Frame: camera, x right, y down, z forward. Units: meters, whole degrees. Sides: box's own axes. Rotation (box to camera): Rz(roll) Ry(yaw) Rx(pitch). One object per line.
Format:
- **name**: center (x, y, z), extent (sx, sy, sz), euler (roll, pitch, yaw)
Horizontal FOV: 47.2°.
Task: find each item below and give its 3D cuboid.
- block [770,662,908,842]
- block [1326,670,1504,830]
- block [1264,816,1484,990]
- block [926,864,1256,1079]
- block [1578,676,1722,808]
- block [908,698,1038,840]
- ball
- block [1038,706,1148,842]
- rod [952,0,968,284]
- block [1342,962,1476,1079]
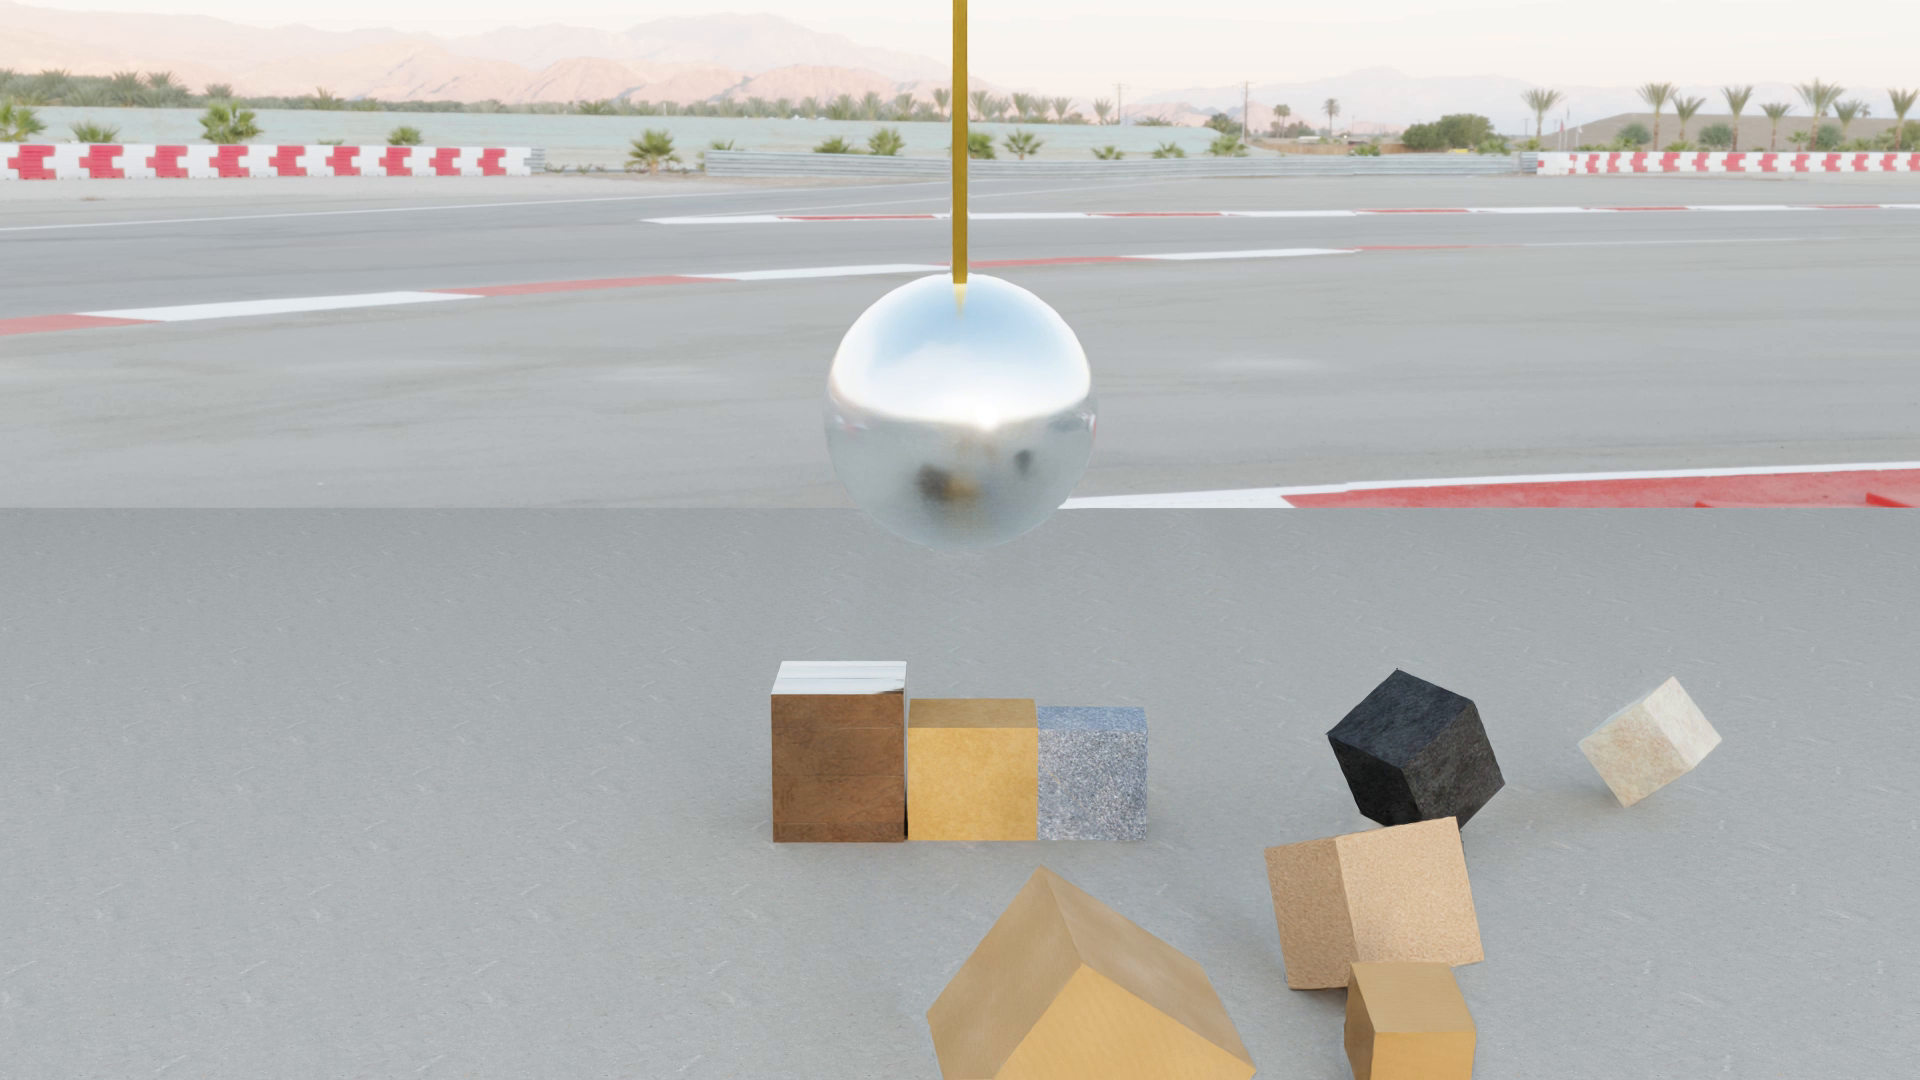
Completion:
- **block**: center (-0.615, 1.088, 11.419), extent (0.663, 0.773, 0.706), euler (0, 10, 0)
- **block**: center (2.310, 1.110, 11.138), extent (0.531, 0.585, 0.535), euler (-39, 33, -19)
- **block**: center (1.716, 1.512, 9.157), extent (0.612, 0.594, 0.533), euler (-5, -10, -27)
- **block**: center (0.419, 1.682, 7.388), extent (0.722, 0.675, 0.723), euler (34, 9, -17)
- **block**: center (3.678, 1.079, 11.734), extent (0.415, 0.419, 0.472), euler (-25, -14, -47)
- **block**: center (0.065, 1.183, 11.404), extent (0.655, 0.591, 0.587), euler (0, 10, 0)
- **ball**: center (0.000, -0.741, 12.733), extent (1.600, 1.600, 1.600), euler (0, 10, 0)
- **block**: center (0.677, 1.201, 11.348), extent (0.553, 0.578, 0.474), euler (0, 10, 2)
- **rod**: center (0.000, -3.787, 11.223), extent (0.080, 5.200, 0.080), euler (0, 26, 0)
- **block**: center (1.661, 1.844, 8.156), extent (0.368, 0.363, 0.430), euler (0, 24, -3)
